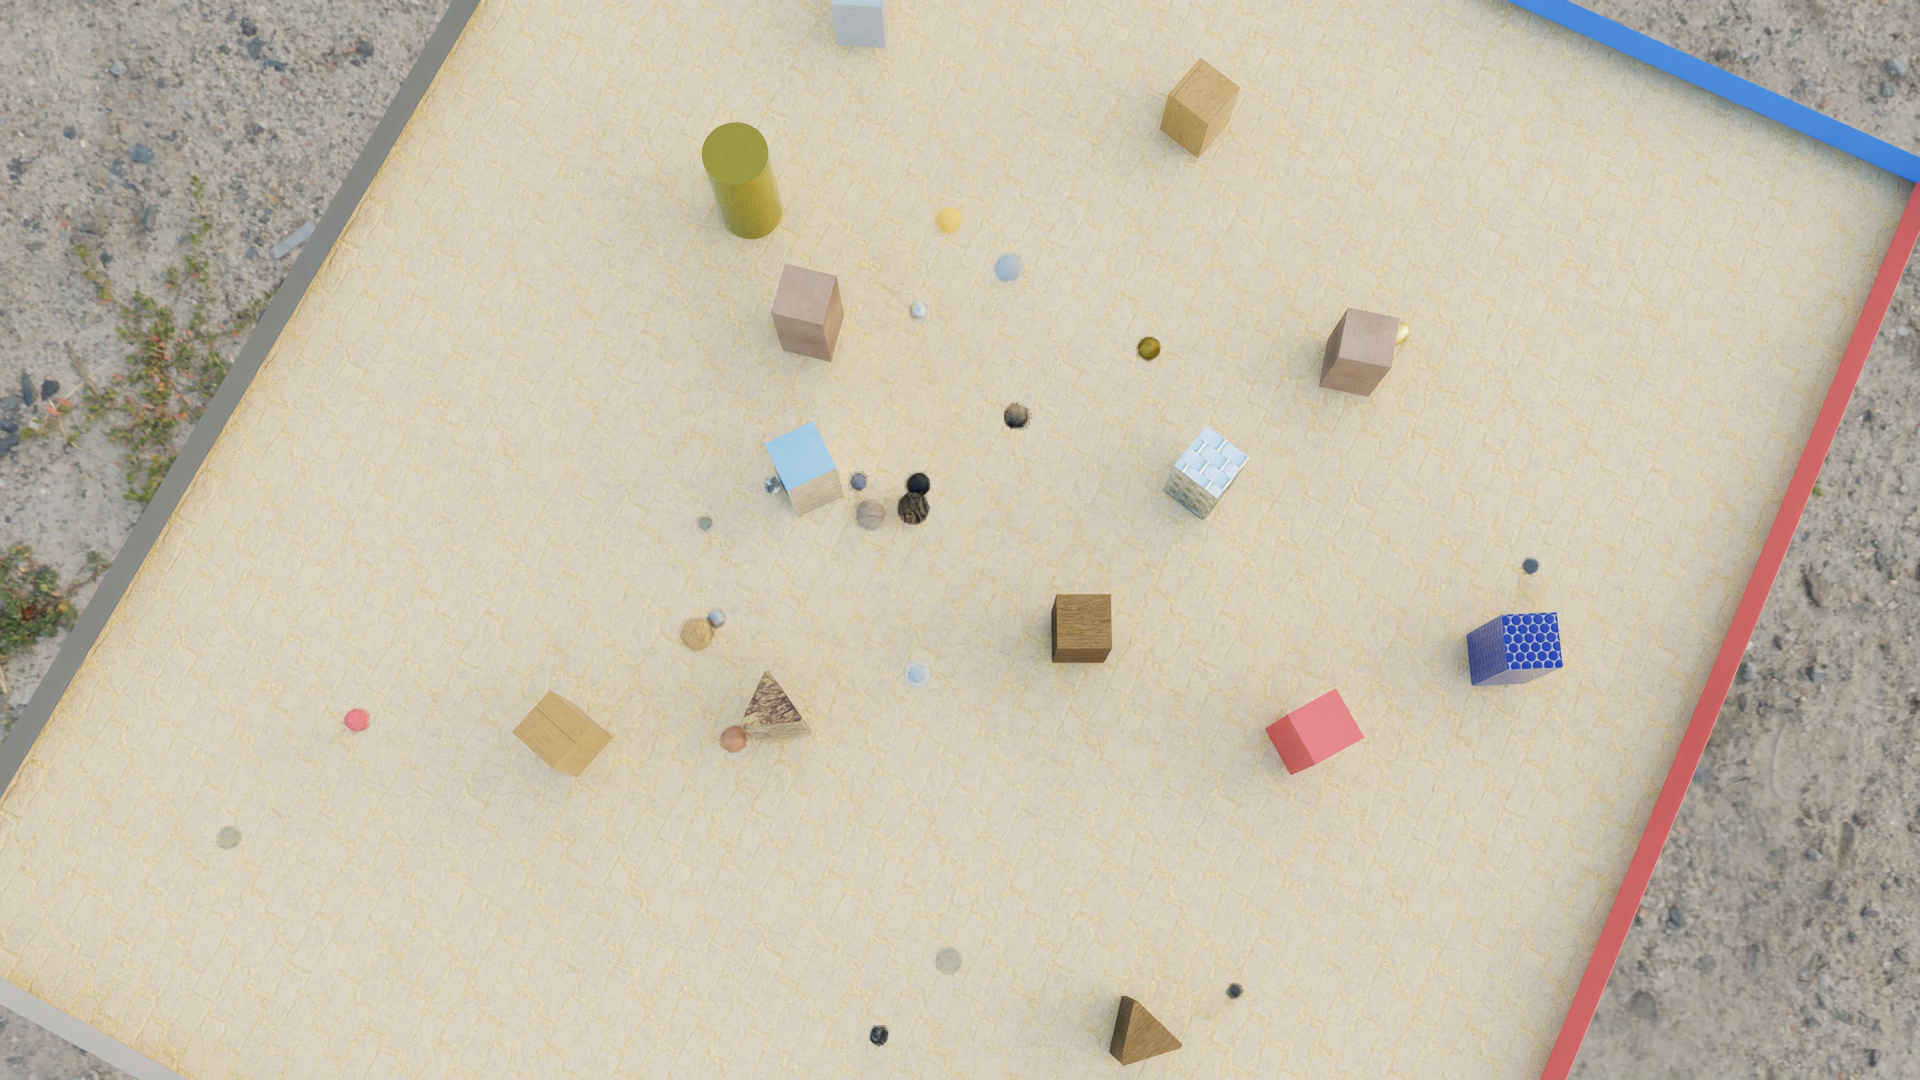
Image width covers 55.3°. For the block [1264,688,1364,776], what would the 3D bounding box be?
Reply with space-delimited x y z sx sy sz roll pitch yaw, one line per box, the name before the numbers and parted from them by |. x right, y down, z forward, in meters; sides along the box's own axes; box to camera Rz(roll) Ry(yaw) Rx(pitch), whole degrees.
block | 1.020 0.559 5.301 0.157 0.391 0.157 -28 80 -5

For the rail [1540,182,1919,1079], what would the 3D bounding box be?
rail | 1.973 0.973 5.349 0.045 0.128 4.865 26 80 5

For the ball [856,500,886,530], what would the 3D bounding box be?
ball | -0.274 -0.079 5.586 0.092 0.092 0.092 0 78 0

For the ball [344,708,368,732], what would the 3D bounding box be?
ball | -1.801 0.538 5.470 0.069 0.069 0.069 0 78 0

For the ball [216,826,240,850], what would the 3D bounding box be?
ball | -2.158 0.877 5.401 0.068 0.068 0.068 0 78 0

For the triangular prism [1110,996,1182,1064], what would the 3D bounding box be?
triangular prism | 0.496 1.357 5.137 0.170 0.390 0.148 -16 79 -3

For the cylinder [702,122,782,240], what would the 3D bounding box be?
cylinder | -0.663 -1.095 5.617 0.197 0.442 0.197 0 78 0

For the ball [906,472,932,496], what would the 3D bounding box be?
ball | -0.126 -0.169 5.613 0.075 0.075 0.075 0 78 0

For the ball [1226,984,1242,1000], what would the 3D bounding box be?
ball | 0.796 1.312 5.323 0.043 0.043 0.043 0 78 0

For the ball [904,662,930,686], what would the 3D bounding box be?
ball | -0.127 0.402 5.494 0.076 0.076 0.076 0 78 0

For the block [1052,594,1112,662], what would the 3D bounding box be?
block | 0.356 0.264 5.408 0.157 0.301 0.157 0 78 0

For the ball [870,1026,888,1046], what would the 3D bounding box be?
ball | -0.234 1.434 5.292 0.054 0.054 0.054 0 78 0

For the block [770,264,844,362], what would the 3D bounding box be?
block | -0.460 -0.687 5.572 0.157 0.365 0.157 14 79 3

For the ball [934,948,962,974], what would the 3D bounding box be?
ball | -0.034 1.222 5.324 0.077 0.077 0.077 0 78 0

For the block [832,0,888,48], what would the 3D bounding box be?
block | -0.315 -1.707 5.831 0.157 0.273 0.157 4 78 1

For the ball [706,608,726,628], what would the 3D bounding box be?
ball | -0.736 0.237 5.538 0.058 0.058 0.058 0 78 0

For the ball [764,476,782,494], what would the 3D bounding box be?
ball | -0.570 -0.166 5.592 0.053 0.053 0.053 0 78 0

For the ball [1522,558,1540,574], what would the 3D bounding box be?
ball | 1.737 0.080 5.576 0.048 0.048 0.048 0 78 0

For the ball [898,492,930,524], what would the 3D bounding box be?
ball | -0.141 -0.095 5.571 0.098 0.098 0.098 0 78 0

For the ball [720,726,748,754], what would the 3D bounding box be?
ball | -0.673 0.594 5.453 0.079 0.079 0.079 0 78 0

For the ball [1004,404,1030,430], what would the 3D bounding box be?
ball | 0.173 -0.380 5.654 0.081 0.081 0.081 0 78 0

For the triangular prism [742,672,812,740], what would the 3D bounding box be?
triangular prism | -0.536 0.478 5.320 0.170 0.386 0.148 -6 78 -1

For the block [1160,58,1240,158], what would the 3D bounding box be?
block | 0.753 -1.356 5.765 0.157 0.258 0.157 39 81 7

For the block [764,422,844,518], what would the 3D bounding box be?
block | -0.462 -0.208 5.479 0.157 0.353 0.157 -25 79 -5

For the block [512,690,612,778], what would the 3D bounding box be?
block | -1.152 0.567 5.329 0.157 0.334 0.157 40 81 8

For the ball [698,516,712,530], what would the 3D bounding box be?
ball | -0.780 -0.051 5.604 0.045 0.045 0.045 0 78 0

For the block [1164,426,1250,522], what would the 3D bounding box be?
block | 0.735 -0.197 5.497 0.157 0.315 0.157 38 81 7

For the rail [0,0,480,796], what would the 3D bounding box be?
rail | -1.973 -0.959 5.749 0.045 0.128 4.865 26 80 5

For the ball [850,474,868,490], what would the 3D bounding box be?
ball | -0.311 -0.179 5.627 0.052 0.052 0.052 0 78 0

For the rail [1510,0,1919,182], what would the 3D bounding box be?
rail | 1.077 -2.103 5.986 4.458 0.128 0.045 26 80 5

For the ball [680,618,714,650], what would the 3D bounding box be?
ball | -0.791 0.284 5.508 0.098 0.098 0.098 0 78 0

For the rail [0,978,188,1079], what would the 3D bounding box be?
rail | -1.077 2.117 5.112 4.458 0.128 0.045 26 80 5

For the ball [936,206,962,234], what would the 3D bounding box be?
ball | -0.033 -1.011 5.783 0.085 0.085 0.085 0 78 0

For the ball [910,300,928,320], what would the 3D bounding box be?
ball | -0.129 -0.718 5.734 0.060 0.060 0.060 0 78 0

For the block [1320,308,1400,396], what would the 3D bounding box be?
block | 1.213 -0.569 5.577 0.157 0.307 0.157 12 79 2

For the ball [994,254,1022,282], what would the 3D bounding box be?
ball | 0.151 -0.853 5.749 0.086 0.086 0.086 0 78 0

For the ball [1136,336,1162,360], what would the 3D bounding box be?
ball | 0.588 -0.596 5.702 0.075 0.075 0.075 0 78 0

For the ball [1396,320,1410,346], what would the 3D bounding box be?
ball | 1.358 -0.645 5.709 0.080 0.080 0.080 0 78 0

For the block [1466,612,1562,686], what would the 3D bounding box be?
block | 1.618 0.322 5.362 0.157 0.368 0.157 -3 78 -1

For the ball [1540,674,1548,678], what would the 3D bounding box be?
ball | 1.738 0.372 5.498 0.081 0.081 0.081 0 78 0
